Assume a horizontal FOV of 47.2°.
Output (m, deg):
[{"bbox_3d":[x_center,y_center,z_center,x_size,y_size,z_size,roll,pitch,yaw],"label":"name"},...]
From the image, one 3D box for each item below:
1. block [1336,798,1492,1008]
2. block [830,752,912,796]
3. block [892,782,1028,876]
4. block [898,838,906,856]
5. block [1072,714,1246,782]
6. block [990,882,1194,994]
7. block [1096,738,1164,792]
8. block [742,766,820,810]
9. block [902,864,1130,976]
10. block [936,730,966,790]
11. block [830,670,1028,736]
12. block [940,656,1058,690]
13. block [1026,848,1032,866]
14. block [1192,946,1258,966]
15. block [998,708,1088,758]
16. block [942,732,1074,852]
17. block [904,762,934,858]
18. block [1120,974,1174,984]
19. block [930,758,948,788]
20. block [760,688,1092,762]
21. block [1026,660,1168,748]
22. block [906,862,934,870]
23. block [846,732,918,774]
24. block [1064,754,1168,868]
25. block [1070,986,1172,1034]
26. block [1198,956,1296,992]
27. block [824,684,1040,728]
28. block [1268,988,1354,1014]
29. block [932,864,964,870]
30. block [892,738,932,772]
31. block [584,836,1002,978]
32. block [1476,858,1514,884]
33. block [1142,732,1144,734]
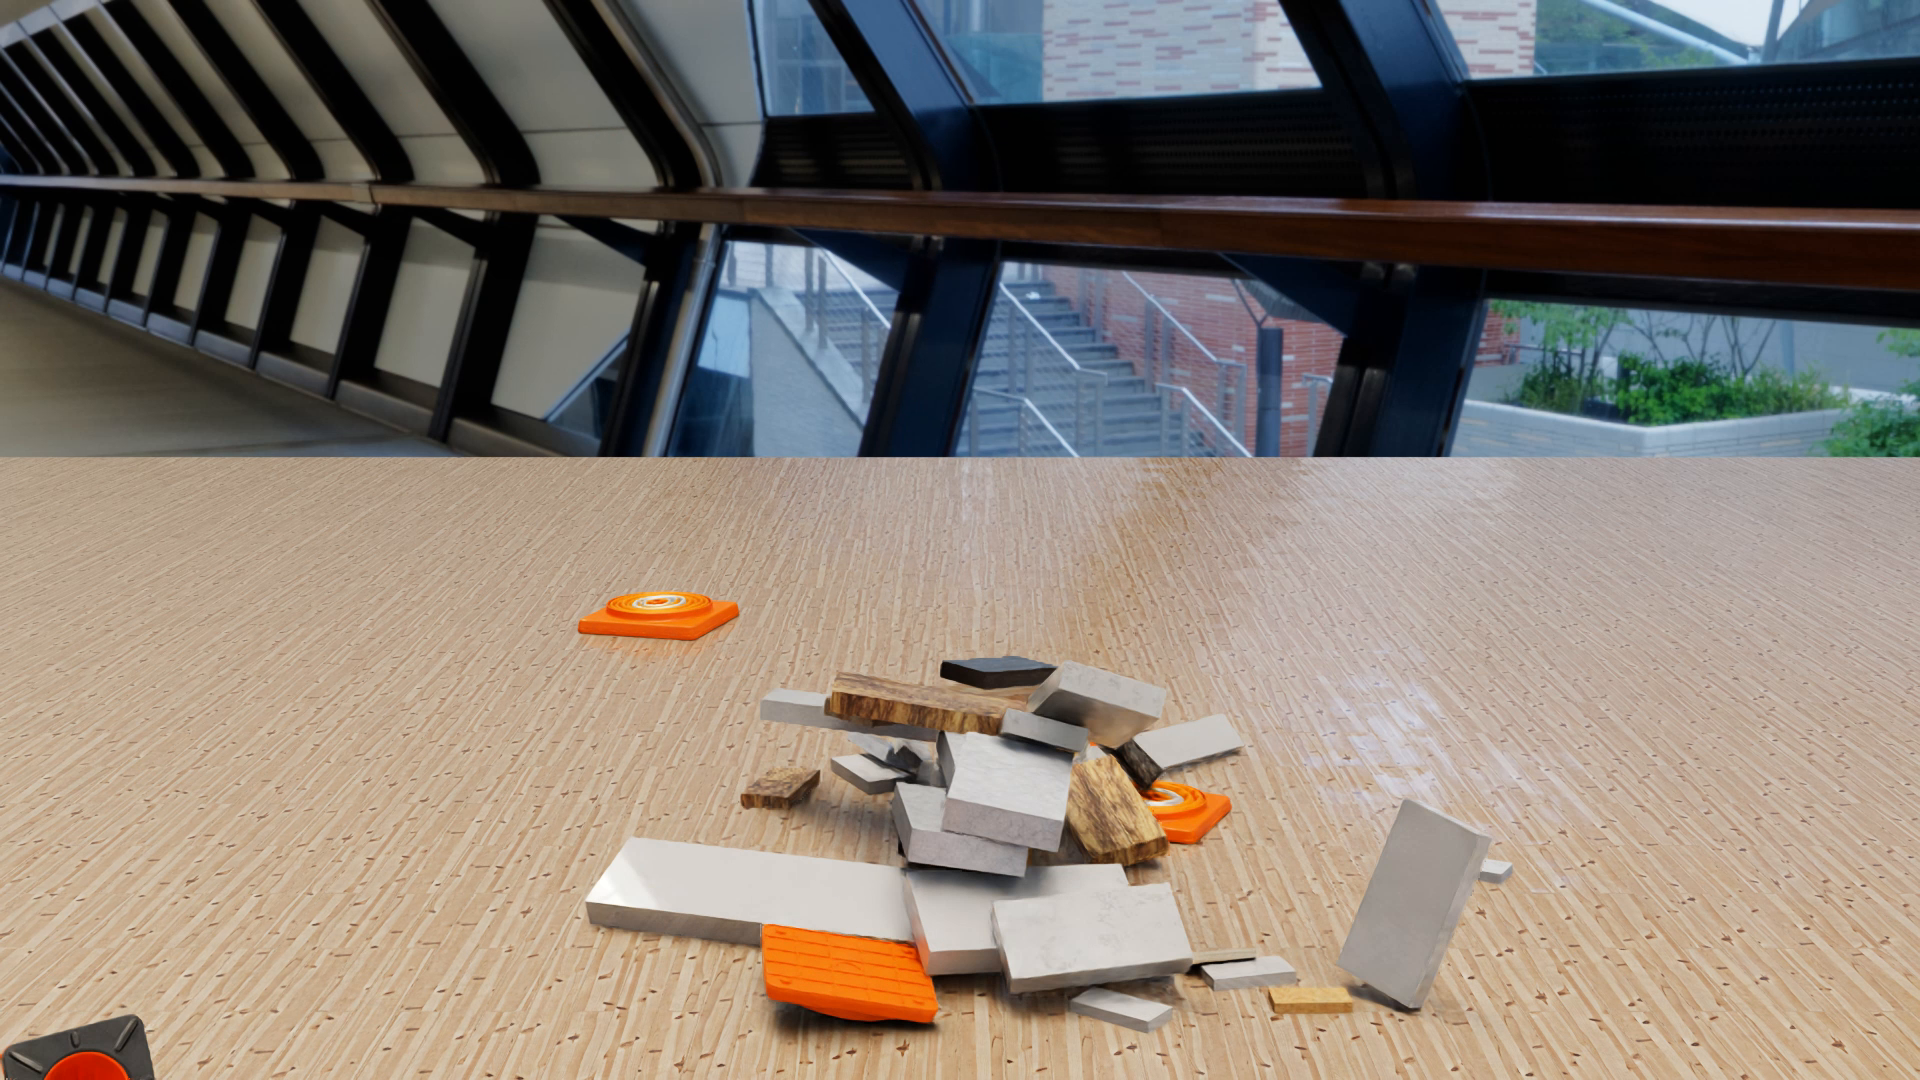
[{"bbox_3d":[0.661,0.528,3.208,0.135,0.270,0.038,26,8,42],"label":"block"},{"bbox_3d":[-0.175,0.457,4.312,0.093,0.026,0.185,-5,12,-26],"label":"block"},{"bbox_3d":[-0.006,0.457,3.511,0.178,0.050,0.448,8,2,-5],"label":"block"},{"bbox_3d":[-0.050,0.488,3.579,0.098,0.028,0.196,9,2,-1],"label":"block"},{"bbox_3d":[0.360,0.424,4.326,0.554,0.023,0.083,-9,55,-44],"label":"block"},{"bbox_3d":[0.192,0.582,3.220,0.270,0.038,0.135,-5,45,-11],"label":"block"},{"bbox_3d":[0.278,0.367,4.084,0.231,0.033,0.116,44,9,8],"label":"block"},{"bbox_3d":[-0.342,0.475,4.214,0.093,0.026,0.185,3,11,15],"label":"block"},{"bbox_3d":[0.099,0.570,3.317,0.342,0.048,0.171,0,34,-15],"label":"block"},{"bbox_3d":[0.065,0.389,3.751,0.178,0.050,0.356,9,8,-6],"label":"block"},{"bbox_3d":[-0.054,0.296,3.904,0.348,0.038,0.135,9,12,-2],"label":"block"},{"bbox_3d":[0.081,0.262,4.369,0.116,0.033,0.231,12,8,40],"label":"block"},{"bbox_3d":[0.066,0.556,3.526,0.098,0.028,0.196,0,29,3],"label":"block"},{"bbox_3d":[0.387,0.632,3.335,0.113,0.016,0.057,-3,-14,-15],"label":"block"},{"bbox_3d":[0.136,0.326,3.688,0.137,0.039,0.274,15,-8,1],"label":"block"},{"bbox_3d":[0.079,0.391,3.453,0.178,0.050,0.356,11,12,3],"label":"block"},{"bbox_3d":[-0.017,0.487,3.920,0.138,0.039,0.276,6,23,2],"label":"block"},{"bbox_3d":[0.267,0.648,3.314,0.113,0.016,0.057,1,11,6],"label":"block"},{"bbox_3d":[0.029,0.410,3.945,0.138,0.039,0.276,7,6,4],"label":"block"},{"bbox_3d":[-0.061,0.343,4.097,0.608,0.039,0.137,7,6,6],"label":"block"},{"bbox_3d":[0.220,0.278,3.670,0.171,0.048,0.342,17,-15,-4],"label":"block"},{"bbox_3d":[-0.018,0.517,3.745,0.138,0.039,0.276,2,26,0],"label":"block"},{"bbox_3d":[-0.147,0.422,4.393,0.093,0.026,0.185,24,-2,-28],"label":"block"},{"bbox_3d":[0.253,0.482,3.878,0.137,0.039,0.274,-15,29,-11],"label":"block"},{"bbox_3d":[0.231,0.675,3.160,0.131,0.019,0.066,8,13,35],"label":"block"},{"bbox_3d":[0.430,0.649,3.298,0.131,0.019,0.066,-3,11,-15],"label":"block"},{"bbox_3d":[0.016,0.305,4.203,0.116,0.033,0.689,11,7,38],"label":"block"},{"bbox_3d":[0.509,0.669,3.197,0.113,0.016,0.057,0,11,-2],"label":"block"},{"bbox_3d":[0.012,0.564,3.576,0.098,0.028,0.196,-1,28,-6],"label":"block"},{"bbox_3d":[-0.094,0.408,4.288,0.083,0.023,0.166,41,5,-13],"label":"block"},{"bbox_3d":[-0.242,0.574,3.473,0.690,0.048,0.171,4,30,18],"label":"block"},{"bbox_3d":[0.874,0.562,3.771,0.131,0.019,0.066,6,12,30],"label":"block"},{"bbox_3d":[0.402,0.418,4.531,0.166,0.023,0.083,-5,12,-27],"label":"block"}]
